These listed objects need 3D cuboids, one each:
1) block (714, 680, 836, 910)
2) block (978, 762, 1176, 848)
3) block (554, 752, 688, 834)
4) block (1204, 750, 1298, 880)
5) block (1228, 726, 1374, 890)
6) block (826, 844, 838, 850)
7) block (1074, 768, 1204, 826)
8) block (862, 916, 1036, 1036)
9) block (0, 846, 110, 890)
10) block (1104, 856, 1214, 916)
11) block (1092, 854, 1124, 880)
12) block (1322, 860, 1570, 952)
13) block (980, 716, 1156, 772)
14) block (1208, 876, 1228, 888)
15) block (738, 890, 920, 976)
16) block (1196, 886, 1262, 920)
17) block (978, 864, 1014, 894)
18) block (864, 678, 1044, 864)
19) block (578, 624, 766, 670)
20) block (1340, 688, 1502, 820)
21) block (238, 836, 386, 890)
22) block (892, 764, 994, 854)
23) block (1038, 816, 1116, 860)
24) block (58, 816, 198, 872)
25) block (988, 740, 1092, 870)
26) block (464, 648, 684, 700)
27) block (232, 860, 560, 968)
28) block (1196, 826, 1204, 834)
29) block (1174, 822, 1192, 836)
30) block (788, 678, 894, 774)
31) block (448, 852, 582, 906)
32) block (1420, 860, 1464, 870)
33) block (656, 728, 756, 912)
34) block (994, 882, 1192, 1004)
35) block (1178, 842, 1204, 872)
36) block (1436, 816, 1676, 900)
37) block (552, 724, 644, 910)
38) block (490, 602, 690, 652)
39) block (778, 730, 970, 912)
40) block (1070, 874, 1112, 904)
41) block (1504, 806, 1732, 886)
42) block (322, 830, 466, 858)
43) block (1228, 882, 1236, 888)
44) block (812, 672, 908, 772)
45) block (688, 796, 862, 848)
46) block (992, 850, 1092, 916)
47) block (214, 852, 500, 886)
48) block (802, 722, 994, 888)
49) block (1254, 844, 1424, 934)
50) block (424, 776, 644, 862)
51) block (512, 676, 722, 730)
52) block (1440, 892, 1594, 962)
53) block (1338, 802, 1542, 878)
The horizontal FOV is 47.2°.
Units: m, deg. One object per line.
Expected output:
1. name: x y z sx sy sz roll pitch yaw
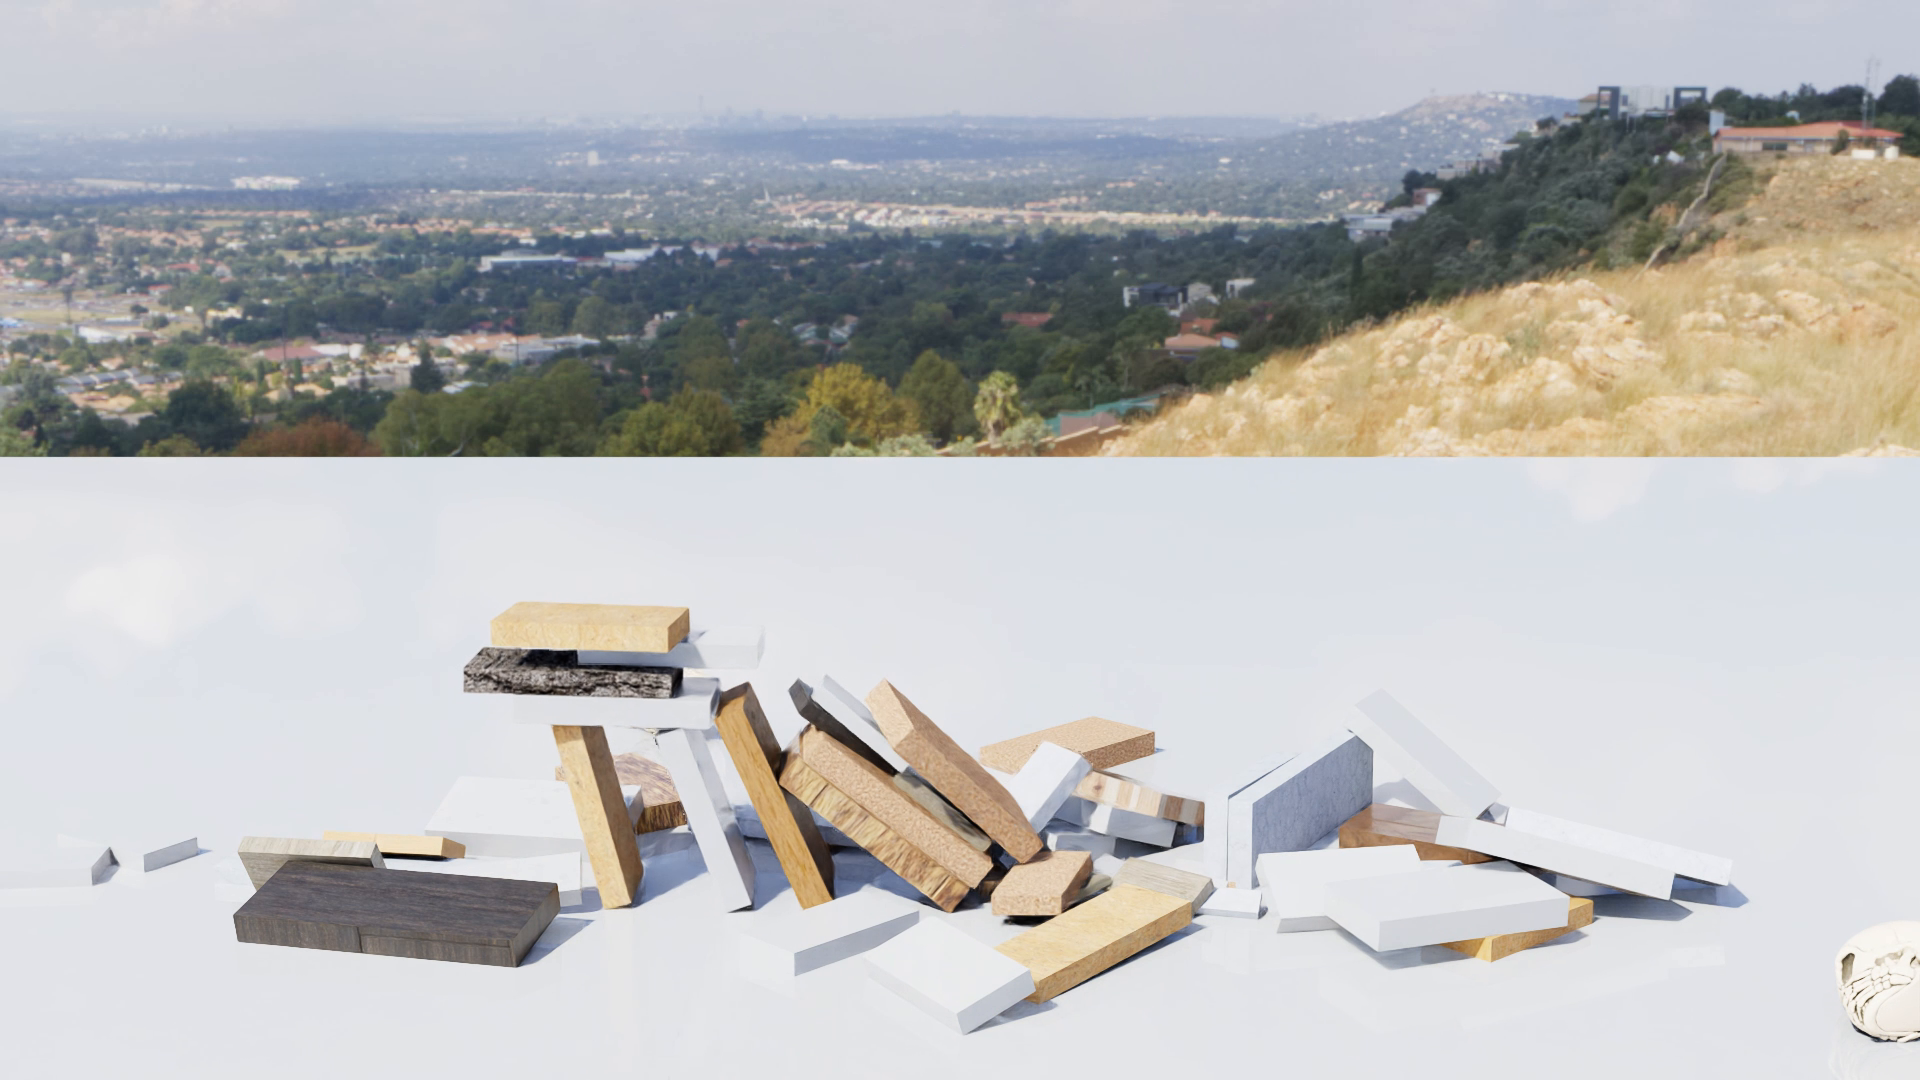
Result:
1. block: -0.303 0.421 3.630 0.050 0.355 0.177 -23 10 3
2. block: 0.184 0.475 3.994 0.169 0.048 0.419 17 -4 -40
3. block: -0.613 0.475 4.155 0.169 0.048 0.338 -7 13 -35
4. block: 0.513 0.480 3.851 0.043 0.151 0.301 7 12 31
5. block: 0.617 0.464 3.931 0.043 0.151 0.588 5 12 30
6. block: -0.233 0.528 3.959 0.058 0.016 0.225 4 11 22
7. block: 0.322 0.464 4.015 0.149 0.042 0.298 16 -3 -35
8. block: -0.019 0.635 3.223 0.131 0.037 0.262 -26 22 -27
9. block: -1.581 0.559 3.746 0.228 0.032 0.114 -1 11 -6
10. block: 0.326 0.572 3.610 0.164 0.023 0.082 9 40 39
11. block: 0.249 0.563 3.739 0.051 0.015 0.103 21 18 23
12. block: 0.756 0.568 3.431 0.338 0.048 0.169 -3 13 -20
13. block: 0.218 0.425 4.428 0.338 0.048 0.169 -10 15 -44
14. block: 0.386 0.575 3.633 0.103 0.015 0.052 9 37 22
15. block: -0.203 0.613 3.441 0.131 0.037 0.262 10 15 44
16. block: 0.436 0.589 3.577 0.104 0.015 0.052 3 35 14
17. block: 0.112 0.571 3.705 0.164 0.023 0.082 0 11 -2
18. block: -0.010 0.382 3.625 0.049 0.344 0.172 -43 30 4
19. block: -0.471 0.173 3.618 0.289 0.041 0.144 2 10 0
20. block: 0.860 0.405 4.095 0.298 0.042 0.149 43 27 17
21. block: -1.060 0.541 3.623 0.228 0.114 0.032 1 44 8
22. block: -0.028 0.438 3.653 0.193 0.027 0.096 39 6 -4
23. block: 0.114 0.510 3.899 0.151 0.043 0.301 7 3 -44
24. block: -1.467 0.535 3.875 0.228 0.032 0.114 6 12 31
25. block: 0.116 0.454 3.782 0.228 0.032 0.114 -50 30 -14
26. block: -0.626 0.216 3.584 0.333 0.041 0.144 2 10 0
27. block: -0.885 0.587 3.465 0.472 0.049 0.172 2 22 13
28. block: 0.481 0.515 4.028 0.058 0.016 0.115 5 12 26
29. block: 0.395 0.514 4.035 0.058 0.016 0.115 4 11 19
30. block: -0.193 0.307 3.624 0.193 0.027 0.096 37 7 -24
31. block: -0.727 0.565 3.595 0.215 0.030 0.108 -6 27 -6
32. block: 0.717 0.573 3.656 0.265 0.037 0.132 0 11 -1
33. block: -0.416 0.439 3.625 0.045 0.316 0.158 -20 11 2
34. block: 0.191 0.616 3.379 0.131 0.037 0.380 9 17 40
35. block: 0.430 0.551 3.834 0.058 0.016 0.115 6 12 31
36. block: 0.965 0.516 3.579 0.338 0.048 0.169 15 -6 -3
37. block: -0.597 0.434 3.642 0.045 0.316 0.158 -14 10 3
38. block: -0.595 0.139 3.554 0.289 0.041 0.144 2 11 7
39. block: -0.142 0.463 3.633 0.355 0.050 0.177 38 6 -9
40. block: 0.194 0.577 3.623 0.103 0.015 0.051 -20 8 -35
41. block: 1.092 0.513 3.673 0.359 0.042 0.149 13 -7 14
42. block: -0.975 0.529 3.792 0.215 0.030 0.108 2 -15 9
43. block: 0.407 0.583 3.665 0.103 0.015 0.052 1 11 8
44. block: -0.159 0.299 3.605 0.193 0.027 0.096 40 7 -6
45. block: -0.303 0.505 3.949 0.352 0.032 0.114 3 11 16
46. block: 0.136 0.560 3.596 0.114 0.032 0.228 -1 10 16
47. block: -0.967 0.565 3.720 0.576 0.030 0.108 2 11 9
48. block: -0.105 0.426 3.645 0.355 0.050 0.177 38 6 -11
49. block: 0.623 0.562 3.547 0.265 0.037 0.132 -2 42 -11
50. block: -0.755 0.496 3.912 0.344 0.049 0.172 2 27 10
51. block: -0.557 0.261 3.587 0.316 0.045 0.158 2 10 0
52. block: 0.871 0.603 3.494 0.265 0.037 0.132 -9 14 -39
53. block: 0.856 0.531 3.854 0.338 0.048 0.169 6 12 31
